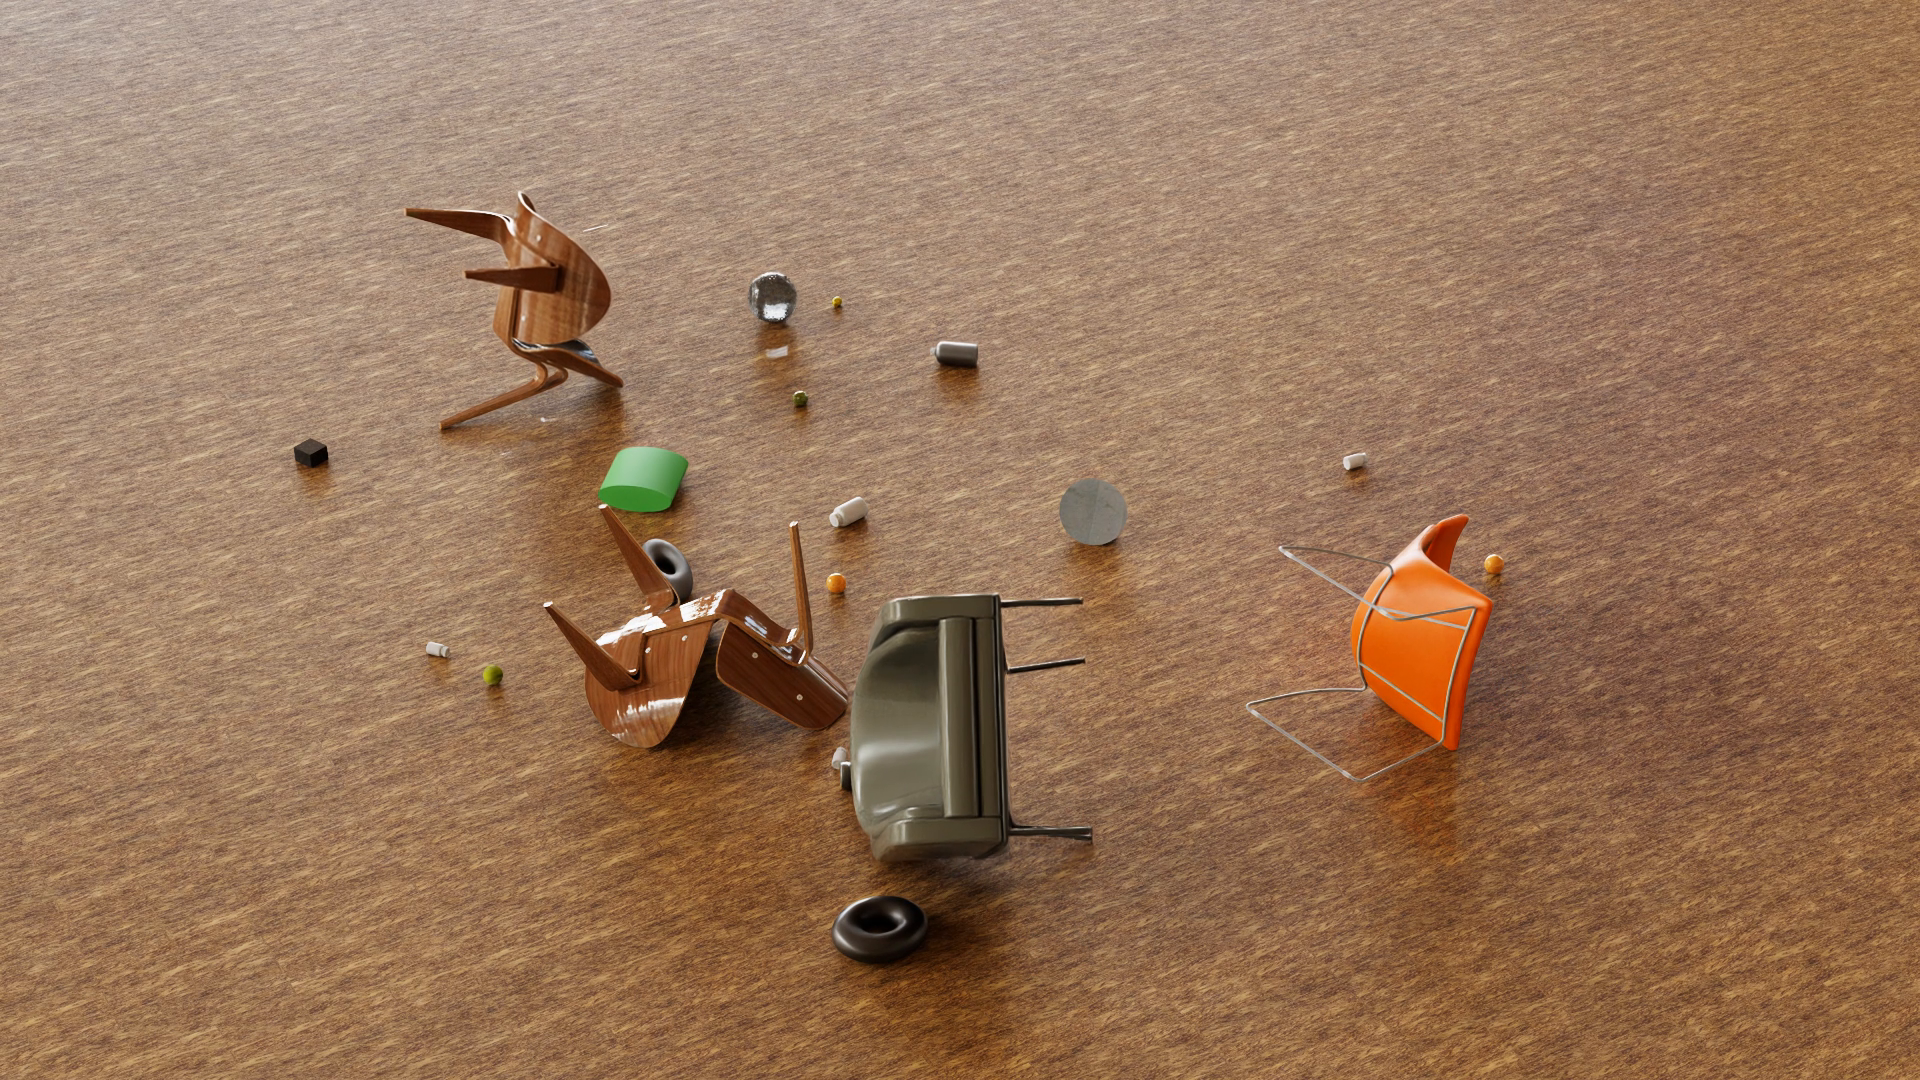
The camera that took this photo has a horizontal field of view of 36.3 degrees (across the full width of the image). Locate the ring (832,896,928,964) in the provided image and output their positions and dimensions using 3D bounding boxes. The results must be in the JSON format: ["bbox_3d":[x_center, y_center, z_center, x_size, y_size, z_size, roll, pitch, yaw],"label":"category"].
[{"bbox_3d":[-0.246,1.200,9.041,0.306,0.091,0.268,-12,34,-16],"label":"ring"}]

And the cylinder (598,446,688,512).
[{"bbox_3d":[-1.208,-0.232,11.192,0.285,0.115,0.281,6,34,7],"label":"cylinder"}]

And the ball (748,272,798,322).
[{"bbox_3d":[-0.786,-1.018,12.298,0.209,0.209,0.209,0,33,0],"label":"ball"}]

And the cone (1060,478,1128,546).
[{"bbox_3d":[0.525,-0.102,11.005,0.266,0.246,0.188,21,5,18],"label":"cone"}]

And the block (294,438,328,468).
[{"bbox_3d":[-2.523,-0.338,11.402,0.094,0.061,0.087,23,40,31],"label":"block"}]

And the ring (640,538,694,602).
[{"bbox_3d":[-1.073,0.109,10.701,0.171,0.087,0.374,-11,35,-19],"label":"ring"}]
